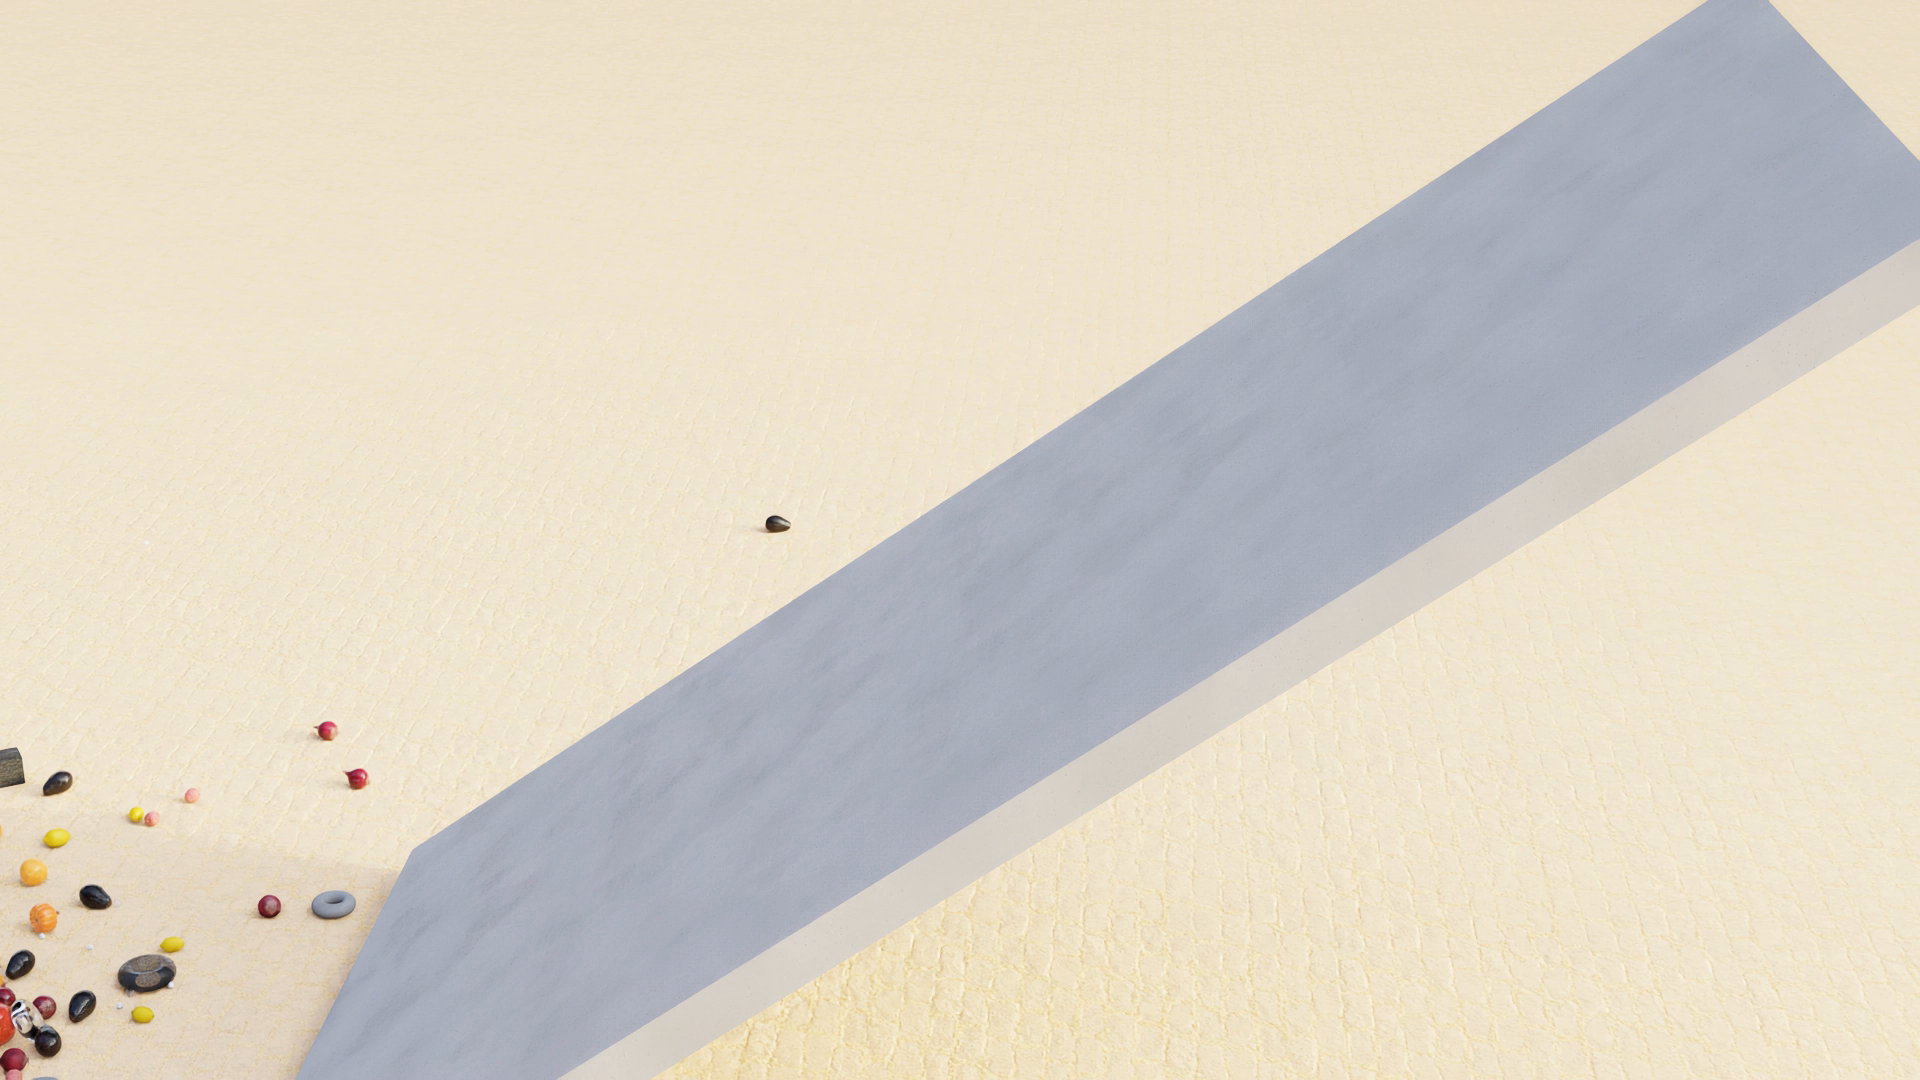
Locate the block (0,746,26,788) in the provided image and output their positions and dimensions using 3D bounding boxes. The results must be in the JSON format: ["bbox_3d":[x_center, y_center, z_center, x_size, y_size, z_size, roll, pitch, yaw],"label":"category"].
[{"bbox_3d":[-2.692,0.643,8.305,0.080,0.080,0.080,-10,24,-24],"label":"block"}]

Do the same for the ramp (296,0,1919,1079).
[{"bbox_3d":[0.133,0.176,6.311,4.000,0.100,2.000,-33,16,16],"label":"ramp"}]

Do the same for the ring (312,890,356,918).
[{"bbox_3d":[-1.621,0.943,7.612,0.114,0.038,0.114,1,21,-1],"label":"ring"}]

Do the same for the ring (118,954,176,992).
[{"bbox_3d":[-2.011,1.072,7.278,0.143,0.048,0.143,-1,20,0],"label":"ring"}]

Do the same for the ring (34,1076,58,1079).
[{"bbox_3d":[-2.118,1.277,6.776,0.118,0.039,0.118,-1,21,0],"label":"ring"}]
